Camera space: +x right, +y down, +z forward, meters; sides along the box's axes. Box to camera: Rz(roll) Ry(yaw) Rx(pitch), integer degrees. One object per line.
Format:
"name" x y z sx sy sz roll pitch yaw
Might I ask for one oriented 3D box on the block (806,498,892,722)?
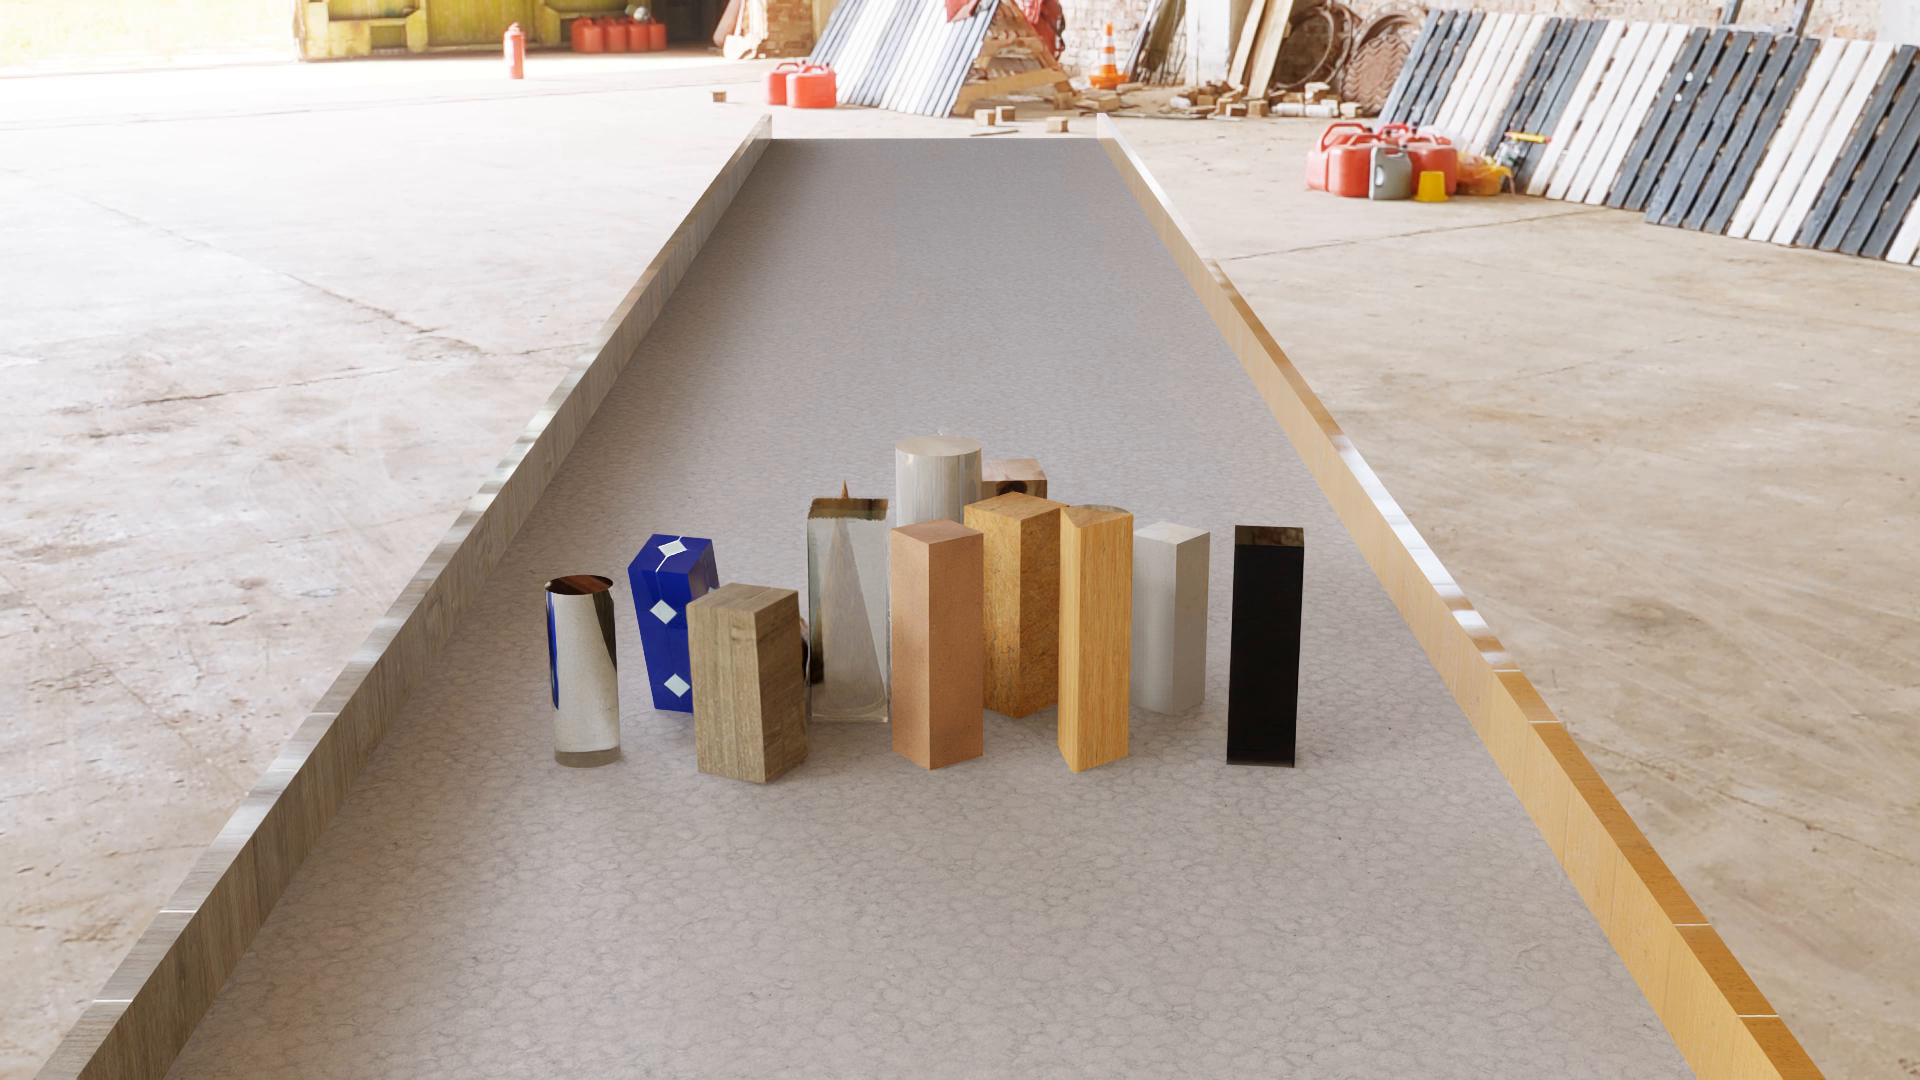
"block" -0.205 0.130 4.100 0.141 0.392 0.141 0 17 1

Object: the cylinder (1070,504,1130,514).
"cylinder" 0.263 0.094 4.383 0.149 0.301 0.149 0 17 0

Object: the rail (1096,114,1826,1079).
"rail" 0.932 -0.844 7.801 0.050 0.150 12.000 0 17 -1

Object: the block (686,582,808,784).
"block" -0.370 0.248 3.843 0.140 0.309 0.140 6 17 27

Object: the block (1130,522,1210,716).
"block" 0.390 0.147 4.145 0.110 0.335 0.110 14 21 38

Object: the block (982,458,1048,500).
"block" 0.085 0.010 4.622 0.173 0.325 0.173 -2 17 -5

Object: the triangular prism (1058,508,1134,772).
"triangular prism" 0.215 0.169 3.873 0.130 0.447 0.113 -13 21 -38

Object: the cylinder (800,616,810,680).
"cylinder" -0.361 0.249 4.146 0.139 0.139 0.391 0 17 -1

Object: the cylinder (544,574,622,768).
"cylinder" -0.665 0.232 3.886 0.118 0.320 0.118 0 17 0

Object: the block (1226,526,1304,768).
"block" 0.538 0.188 3.881 0.119 0.407 0.119 2 17 7

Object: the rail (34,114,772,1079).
"rail" -1.118 -0.838 7.780 0.050 0.150 12.000 0 17 -1

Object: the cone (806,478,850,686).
"cone" -0.220 0.077 4.248 0.165 0.411 0.165 0 17 0

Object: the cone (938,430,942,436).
"cone" -0.027 -0.074 4.811 0.133 0.355 0.133 -6 1 0

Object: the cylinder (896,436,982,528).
"cylinder" -0.040 0.024 4.377 0.170 0.437 0.170 0 17 0

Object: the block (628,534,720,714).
"block" -0.517 0.159 4.101 0.118 0.318 0.118 5 34 16

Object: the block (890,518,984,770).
"block" -0.040 0.183 3.883 0.117 0.415 0.117 -12 20 -34

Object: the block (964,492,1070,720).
"block" 0.106 0.121 4.142 0.139 0.387 0.139 15 22 40
